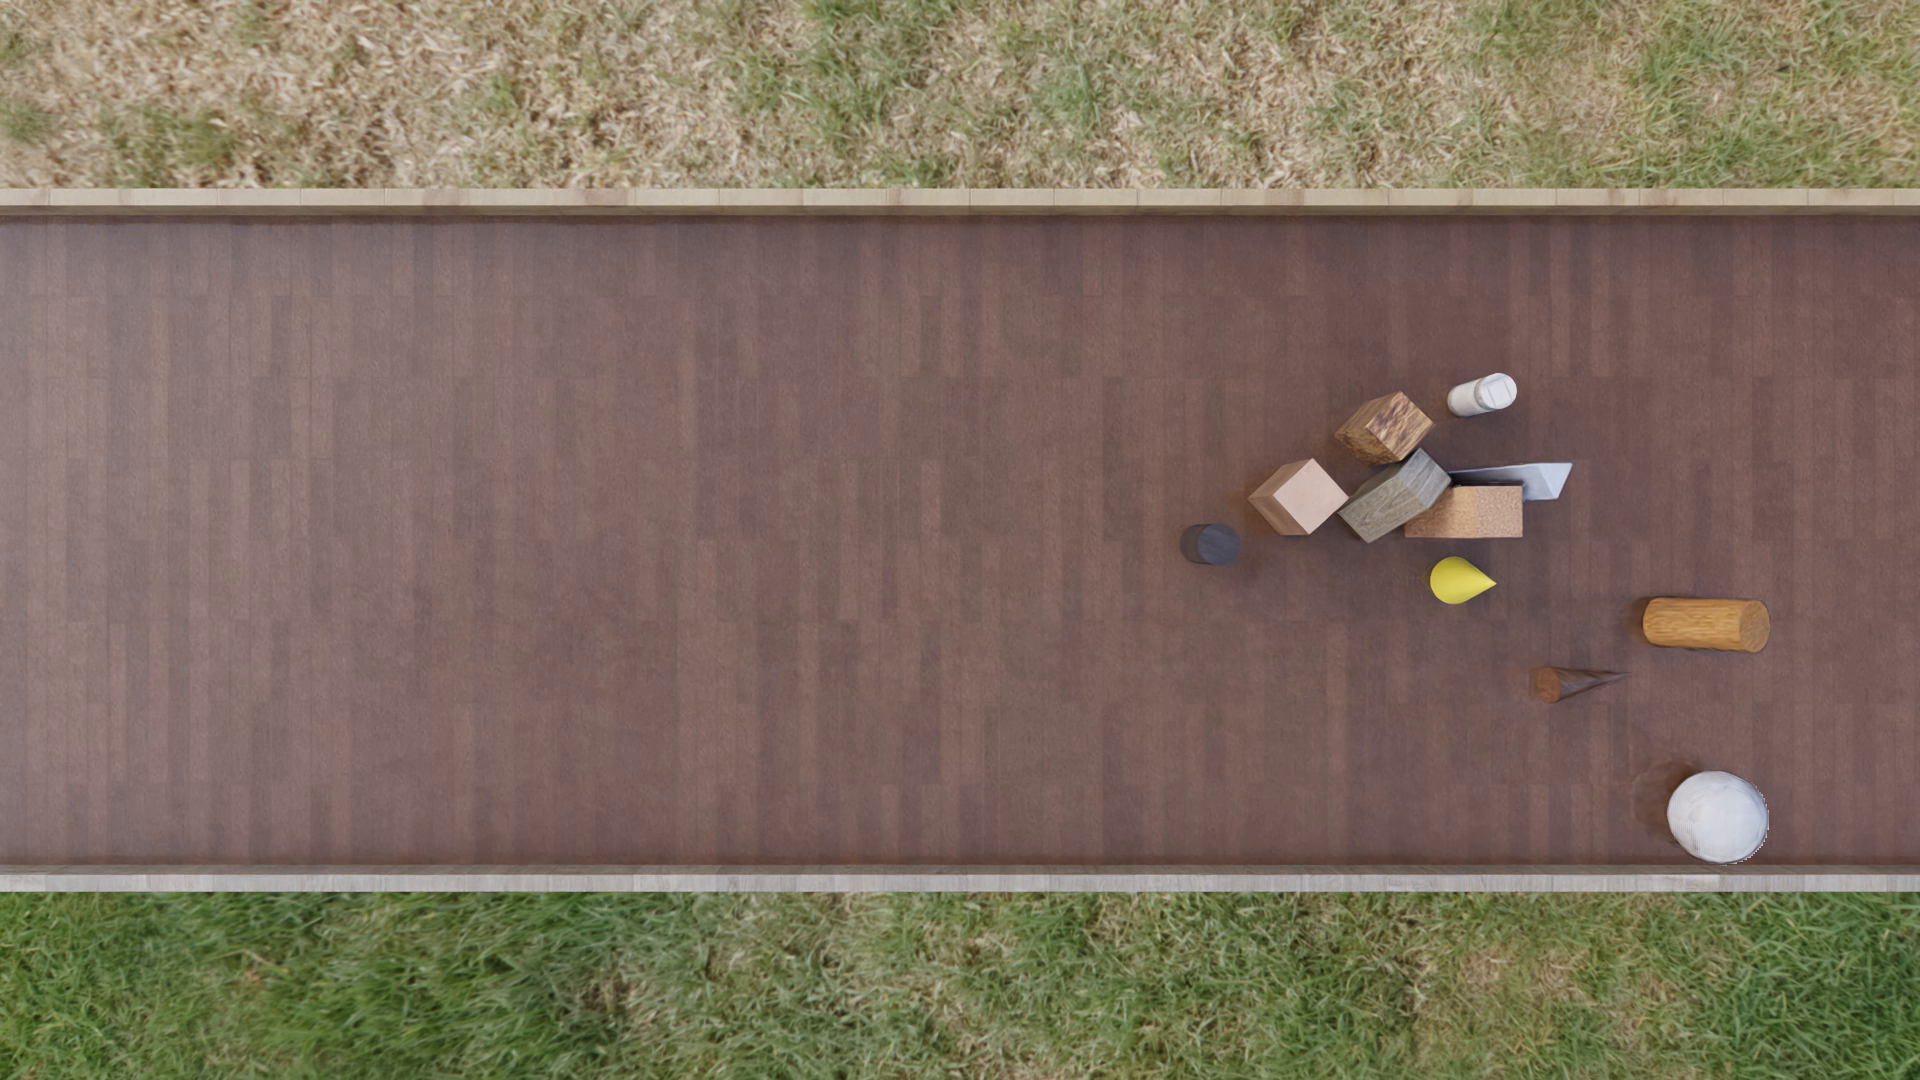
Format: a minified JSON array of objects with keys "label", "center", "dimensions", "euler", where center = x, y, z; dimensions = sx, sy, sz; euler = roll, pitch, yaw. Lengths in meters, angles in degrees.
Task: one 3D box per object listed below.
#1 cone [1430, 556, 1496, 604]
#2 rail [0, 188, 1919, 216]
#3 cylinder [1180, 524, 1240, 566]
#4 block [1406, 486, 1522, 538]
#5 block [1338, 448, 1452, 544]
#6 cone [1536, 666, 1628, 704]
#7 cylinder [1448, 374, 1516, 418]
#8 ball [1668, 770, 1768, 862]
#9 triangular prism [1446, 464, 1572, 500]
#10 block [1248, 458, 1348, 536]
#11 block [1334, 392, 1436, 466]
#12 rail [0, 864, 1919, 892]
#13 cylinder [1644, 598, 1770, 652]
[{"label":"cone","center":[1.521,0.124,4.875],"dimensions":[0.146,0.404,0.146],"euler":[0,90,0]},{"label":"rail","center":[-2.247,-1.025,5.002],"dimensions":[12.000,0.150,0.050],"euler":[0,90,0]},{"label":"cylinder","center":[0.736,0.013,4.881],"dimensions":[0.120,0.392,0.120],"euler":[0,90,0]},{"label":"block","center":[1.481,-0.082,4.869],"dimensions":[0.146,0.390,0.146],"euler":[-1,90,-15]},{"label":"block","center":[1.290,-0.130,4.903],"dimensions":[0.134,0.320,0.134],"euler":[45,63,0]},{"label":"cone","center":[1.923,0.426,5.032],"dimensions":[0.303,0.114,0.114],"euler":[-5,90,-17]},{"label":"cylinder","center":[1.550,-0.429,4.911],"dimensions":[0.102,0.332,0.102],"euler":[0,90,0]},{"label":"ball","center":[2.267,0.829,4.941],"dimensions":[0.272,0.272,0.272],"euler":[0,90,0]},{"label":"triangular prism","center":[1.618,-0.186,4.851],"dimensions":[0.098,0.445,0.113],"euler":[-33,99,-16]},{"label":"block","center":[0.991,-0.123,4.866],"dimensions":[0.153,0.422,0.153],"euler":[-42,90,0]},{"label":"block","center":[1.249,-0.324,4.874],"dimensions":[0.141,0.405,0.141],"euler":[44,90,0]},{"label":"rail","center":[-2.247,1.025,5.001],"dimensions":[12.000,0.150,0.050],"euler":[0,90,0]},{"label":"cylinder","center":[2.216,0.250,4.906],"dimensions":[0.151,0.309,0.151],"euler":[0,90,-33]}]
